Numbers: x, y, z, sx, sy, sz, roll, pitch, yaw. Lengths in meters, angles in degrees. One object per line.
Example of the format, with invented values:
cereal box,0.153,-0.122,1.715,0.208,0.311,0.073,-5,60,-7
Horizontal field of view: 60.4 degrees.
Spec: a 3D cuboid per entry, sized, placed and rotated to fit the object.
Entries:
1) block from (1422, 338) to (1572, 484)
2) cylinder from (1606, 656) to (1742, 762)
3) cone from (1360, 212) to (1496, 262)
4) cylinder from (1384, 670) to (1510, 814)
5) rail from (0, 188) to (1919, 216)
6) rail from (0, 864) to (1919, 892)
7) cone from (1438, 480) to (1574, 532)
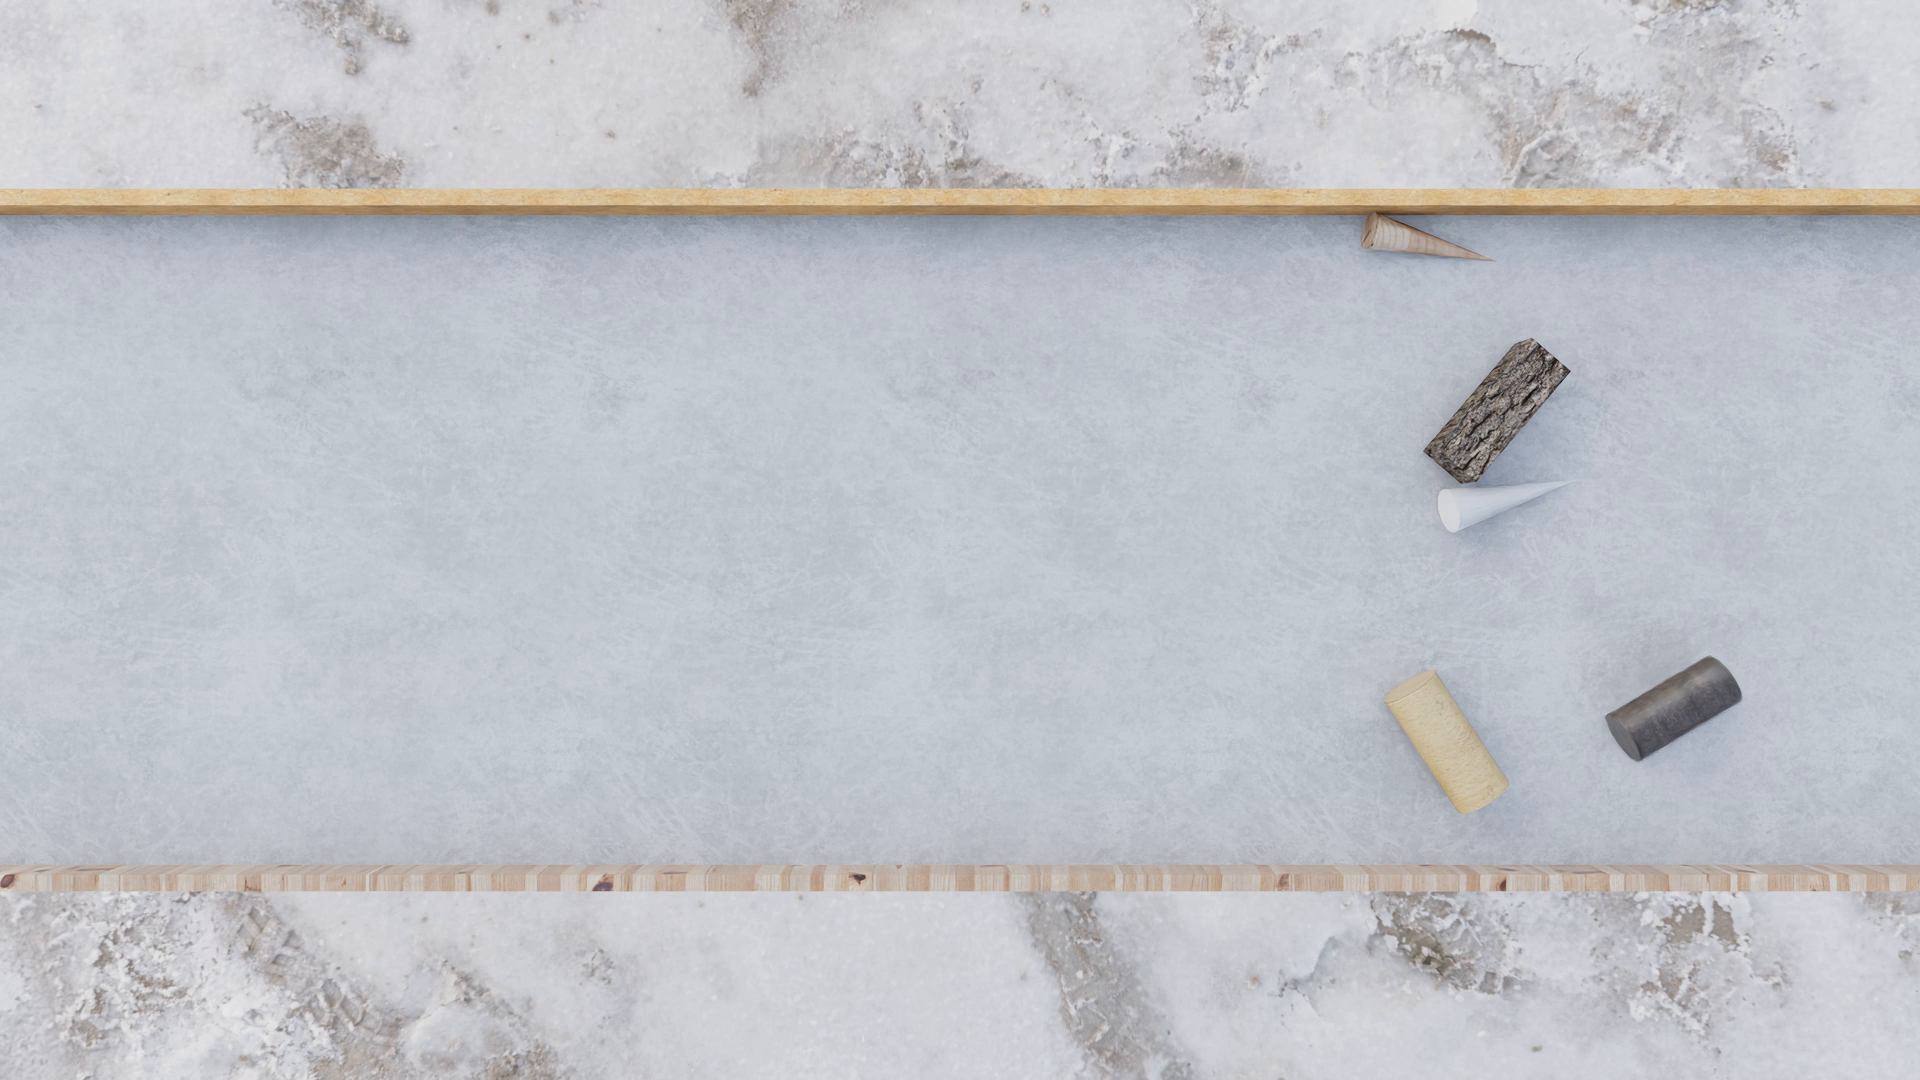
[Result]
block,1.624,-0.389,4.999,0.154,0.154,0.435,41,90,0
cylinder,2.161,0.510,4.995,0.354,0.163,0.163,-30,90,0
cone,1.449,-0.900,5.048,0.422,0.115,0.115,12,90,-8
cylinder,1.471,0.609,4.988,0.178,0.178,0.402,-34,90,0
rail,-2.247,-1.025,5.002,12.000,0.150,0.050,0,90,0
rail,-2.247,1.025,5.001,12.000,0.150,0.050,0,90,0
cone,1.693,-0.137,5.043,0.435,0.134,0.134,-13,90,-9
